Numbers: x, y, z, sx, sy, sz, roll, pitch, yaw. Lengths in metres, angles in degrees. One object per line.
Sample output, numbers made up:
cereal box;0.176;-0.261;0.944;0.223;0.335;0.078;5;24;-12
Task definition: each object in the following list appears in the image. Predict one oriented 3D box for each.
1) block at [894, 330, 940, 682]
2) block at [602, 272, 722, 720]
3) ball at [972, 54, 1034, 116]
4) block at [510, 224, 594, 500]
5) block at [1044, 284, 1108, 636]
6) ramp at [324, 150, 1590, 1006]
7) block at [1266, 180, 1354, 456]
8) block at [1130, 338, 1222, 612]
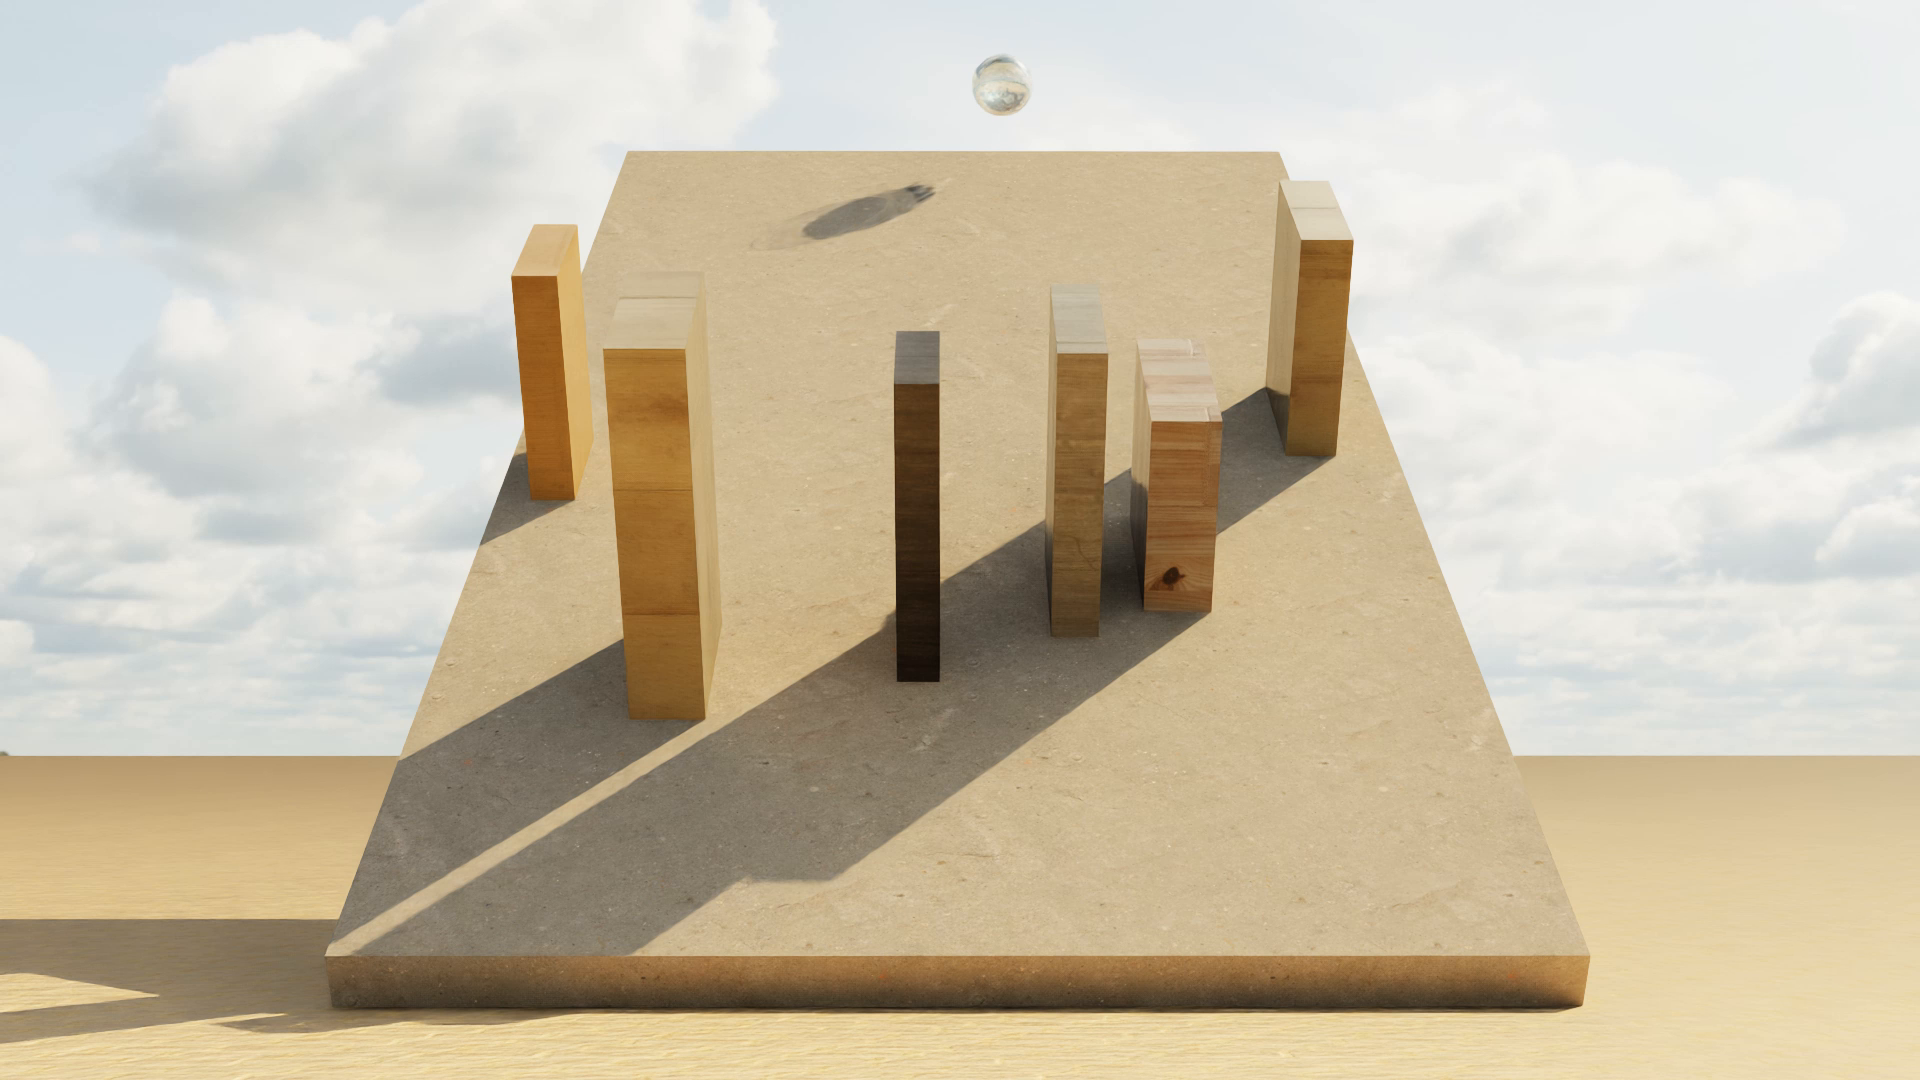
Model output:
block;-0.079;-0.060;4.467;0.081;0.615;0.243;0;28;0
block;-0.538;-0.081;4.370;0.140;0.739;0.361;0;28;0
ball;0.127;-1.367;7.151;0.185;0.185;0.185;0;-5;0
block;-0.886;-0.389;5.195;0.096;0.520;0.311;0;28;0
block;0.225;-0.157;4.671;0.094;0.601;0.346;0;28;0
ramp;-0.011;-0.224;5.555;2.000;0.100;4.000;0;28;0
block;0.794;-0.510;5.439;0.114;0.518;0.390;0;28;0
block;0.433;-0.136;4.829;0.136;0.418;0.407;0;28;0
